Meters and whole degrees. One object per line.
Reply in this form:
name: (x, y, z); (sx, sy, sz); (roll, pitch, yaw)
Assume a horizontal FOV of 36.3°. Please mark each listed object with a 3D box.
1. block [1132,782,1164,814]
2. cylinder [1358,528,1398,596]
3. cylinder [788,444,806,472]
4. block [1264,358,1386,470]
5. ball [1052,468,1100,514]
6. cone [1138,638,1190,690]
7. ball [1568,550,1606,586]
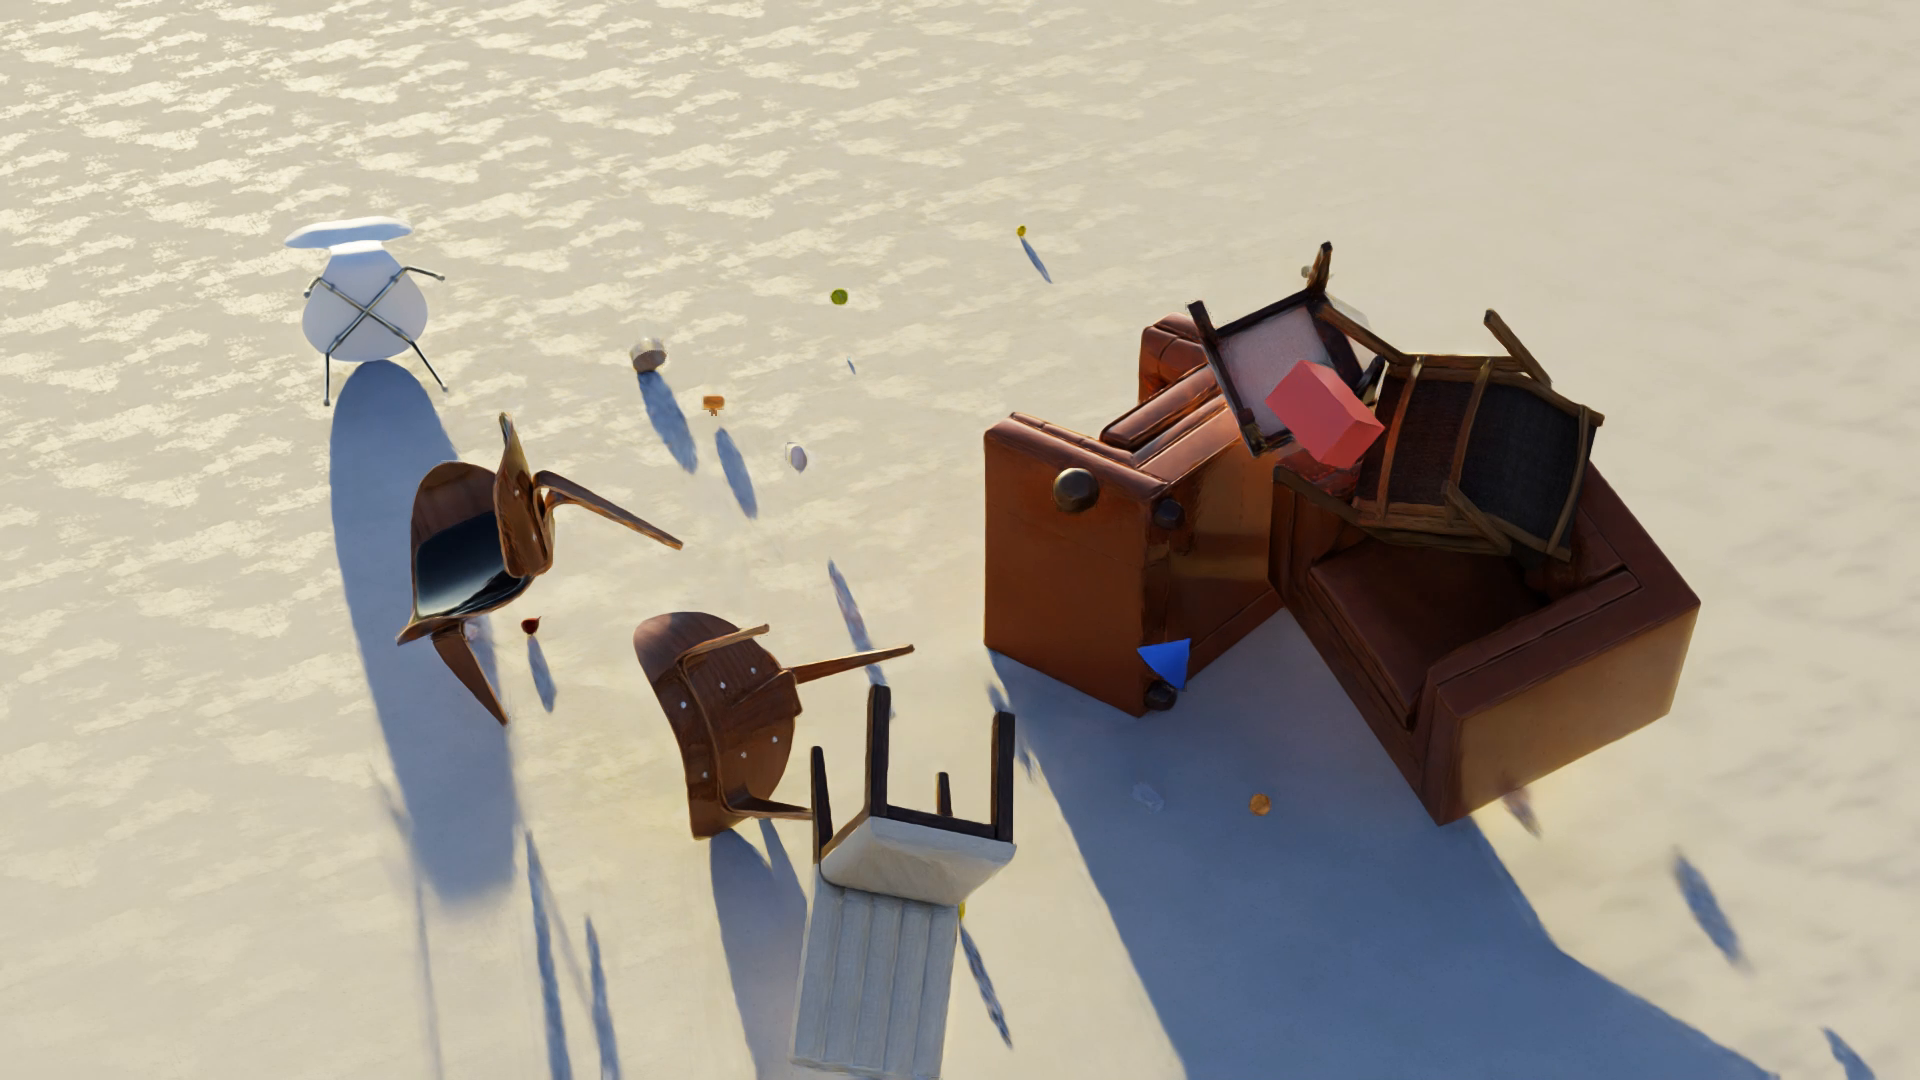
block: (0.617, 0.847, 9.620); (0.049, 0.044, 0.113); (-19, 38, -26)
cylinder: (1.522, 0.080, 10.662); (0.122, 0.186, 0.180); (-18, 31, 13)
cylinder: (-0.623, -0.315, 11.187); (0.059, 0.101, 0.088); (-16, 12, -10)
block: (1.123, -0.386, 9.025); (0.199, 0.176, 0.276); (10, 37, -54)
ball: (0.376, -0.160, 9.509); (0.152, 0.152, 0.152); (0, 33, 0)
cone: (0.694, 0.366, 9.432); (0.193, 0.140, 0.257); (48, 9, 26)
ball: (2.175, 0.097, 10.167); (0.130, 0.130, 0.130); (0, 33, 0)
